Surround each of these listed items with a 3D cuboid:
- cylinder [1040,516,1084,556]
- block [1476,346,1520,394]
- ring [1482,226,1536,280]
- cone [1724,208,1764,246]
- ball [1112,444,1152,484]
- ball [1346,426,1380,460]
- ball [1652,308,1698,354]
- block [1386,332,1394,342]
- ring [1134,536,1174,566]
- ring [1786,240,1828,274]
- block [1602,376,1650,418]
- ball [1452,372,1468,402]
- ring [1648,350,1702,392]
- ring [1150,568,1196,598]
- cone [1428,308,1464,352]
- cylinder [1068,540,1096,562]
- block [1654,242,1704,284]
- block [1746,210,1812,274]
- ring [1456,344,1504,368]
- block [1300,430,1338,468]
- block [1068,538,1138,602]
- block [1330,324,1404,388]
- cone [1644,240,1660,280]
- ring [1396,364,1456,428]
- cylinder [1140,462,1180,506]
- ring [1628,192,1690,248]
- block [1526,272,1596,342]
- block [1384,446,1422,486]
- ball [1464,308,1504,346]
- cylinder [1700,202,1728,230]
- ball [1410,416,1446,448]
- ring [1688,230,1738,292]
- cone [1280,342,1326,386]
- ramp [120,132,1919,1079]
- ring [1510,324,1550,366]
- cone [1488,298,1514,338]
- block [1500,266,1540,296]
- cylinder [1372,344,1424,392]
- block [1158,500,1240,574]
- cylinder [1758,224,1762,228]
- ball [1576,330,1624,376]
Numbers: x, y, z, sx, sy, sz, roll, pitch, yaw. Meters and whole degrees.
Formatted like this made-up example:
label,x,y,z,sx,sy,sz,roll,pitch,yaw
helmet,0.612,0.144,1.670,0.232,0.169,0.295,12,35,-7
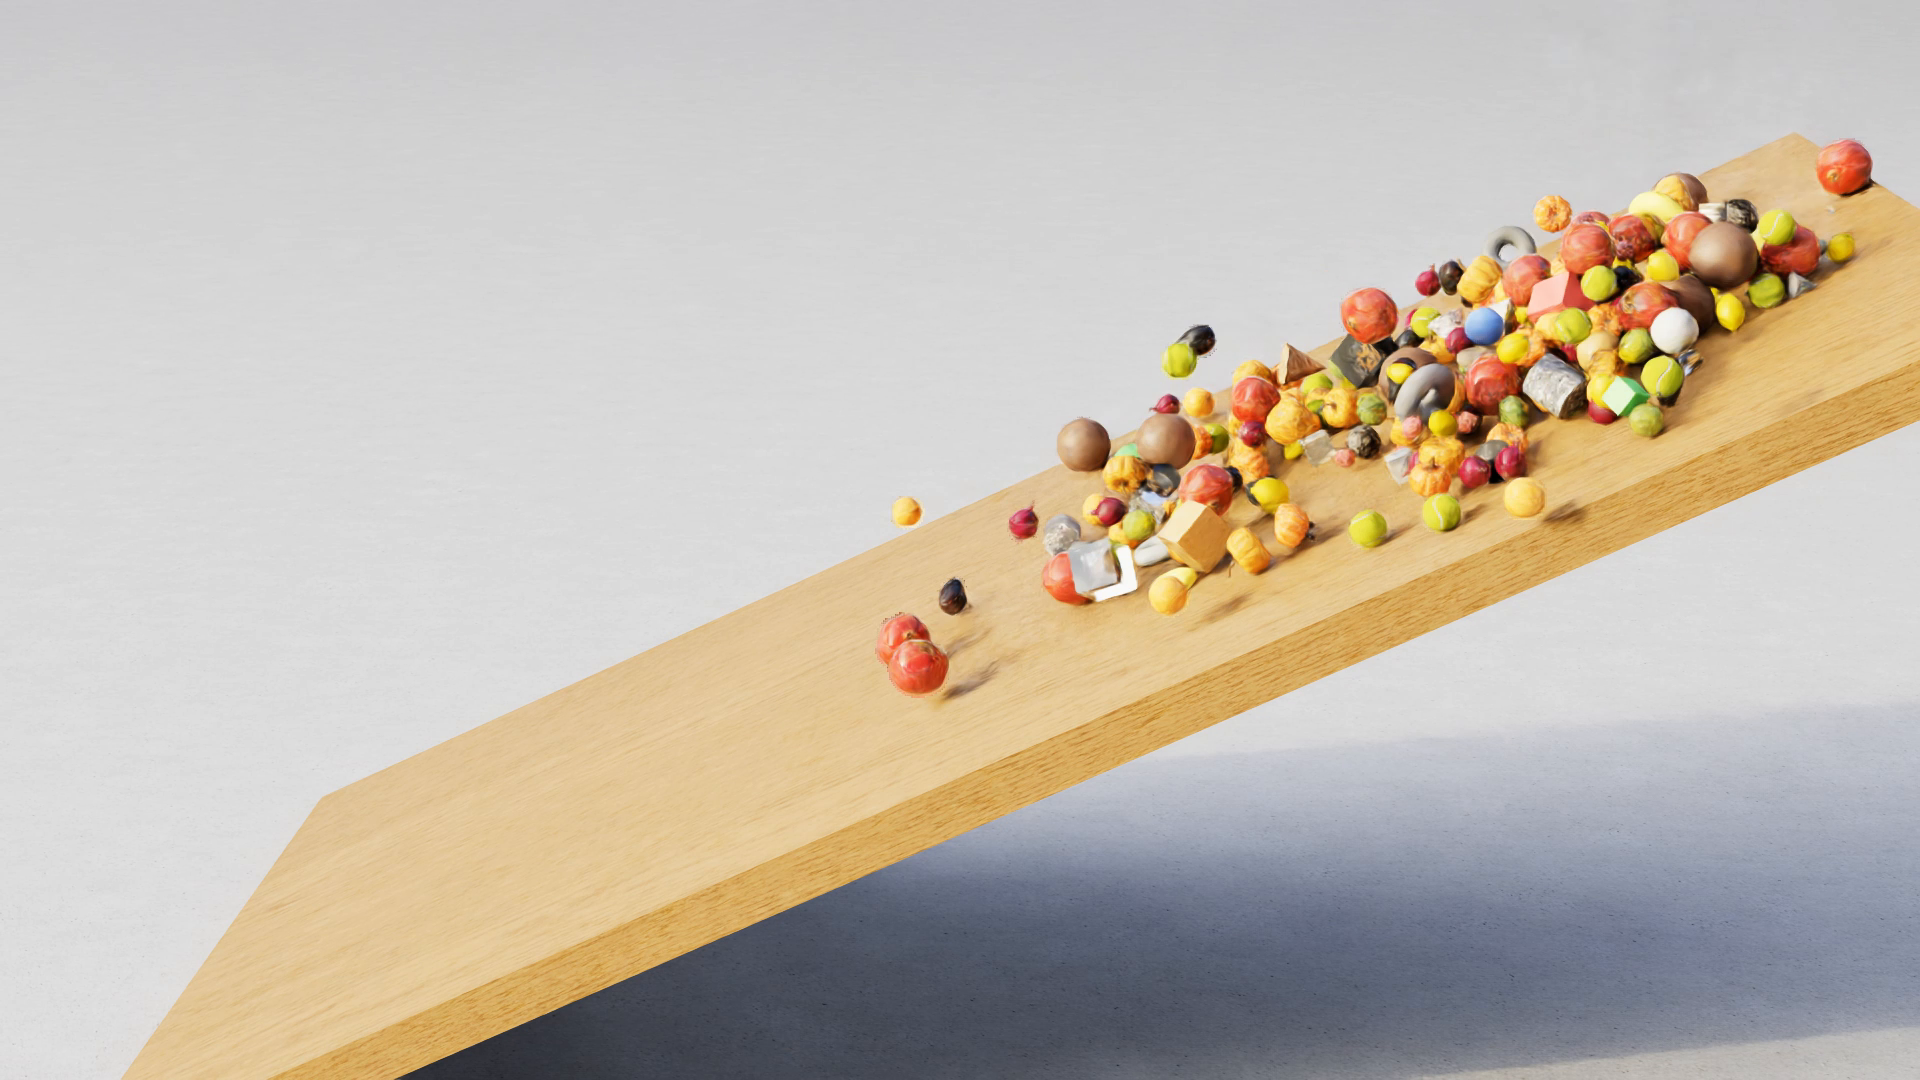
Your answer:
label,x,y,z,sx,sy,sz,roll,pitch,yaw
cylinder,0.223,-0.008,6.400,0.078,0.078,0.078,6,-9,20
block,1.104,-0.350,6.064,0.067,0.067,0.067,-25,13,8
ring,1.194,-0.624,6.396,0.120,0.120,0.040,3,-7,11
cone,1.619,-0.663,6.098,0.084,0.084,0.084,6,-10,21
ball,0.393,-0.173,6.684,0.091,0.091,0.091,0,16,0
ball,0.824,-0.200,6.013,0.070,0.070,0.070,0,16,0
ball,1.347,-0.394,5.542,0.087,0.087,0.087,0,16,0
block,0.936,-0.421,6.637,0.073,0.073,0.073,-31,14,-18
ring,0.410,0.017,6.041,0.113,0.038,0.113,-25,12,6
ring,1.679,-0.562,5.833,0.092,0.031,0.092,-36,-2,-2
block,1.207,-0.259,5.331,0.051,0.051,0.051,6,36,-44
ball,1.023,-0.318,6.091,0.061,0.061,0.061,0,16,0
ring,1.339,-0.317,5.510,0.113,0.038,0.113,-33,-5,-3
ring,0.419,0.084,5.778,0.098,0.033,0.098,-25,12,6
cone,1.071,-0.443,6.376,0.087,0.087,0.087,-22,-14,-6
cylinder,0.267,0.032,6.208,0.059,0.059,0.059,-9,4,-29
block,1.456,-0.560,5.951,0.064,0.064,0.064,-22,19,-21
block,1.627,-0.592,5.845,0.087,0.087,0.087,-42,-1,17
ring,1.062,-0.375,6.002,0.098,0.033,0.098,-11,11,2
block,0.750,-0.192,6.156,0.054,0.054,0.054,-26,13,1
block,0.285,0.060,5.879,0.092,0.092,0.092,-18,-19,25
block,0.843,-0.380,6.090,0.091,0.091,0.091,-10,54,-50
cone,1.460,-0.607,6.174,0.086,0.086,0.086,-12,57,-35
ring,0.898,-0.278,5.673,0.139,0.139,0.046,-12,42,-36
cylinder,0.421,-0.118,6.185,0.066,0.066,0.066,-9,-25,-28
ring,1.453,-0.665,6.117,0.137,0.137,0.046,16,55,44
block,1.197,-0.464,5.858,0.088,0.088,0.088,-20,39,45
block,0.868,-0.146,5.763,0.051,0.051,0.051,-26,13,3
ball,1.071,-0.435,6.006,0.079,0.079,0.079,0,16,0
cylinder,1.534,-0.659,5.986,0.053,0.053,0.053,-4,6,0
ball,0.920,-0.217,5.779,0.072,0.072,0.072,0,16,0
ring,1.529,-0.569,5.992,0.044,0.132,0.132,5,10,-36
cone,0.750,-0.378,6.389,0.095,0.095,0.095,5,16,-4
ramp,0.136,0.168,6.282,4.000,0.100,2.000,-24,13,9
ring,1.181,-0.404,6.101,0.089,0.089,0.030,15,-5,42
cone,1.099,-0.465,6.110,0.085,0.085,0.085,7,17,22
block,1.231,-0.575,6.461,0.052,0.052,0.052,32,-23,-21
cylinder,0.938,-0.371,6.368,0.100,0.100,0.100,-5,3,-17
block,0.467,-0.007,5.780,0.095,0.095,0.095,-50,21,-7
cylinder,1.644,-0.609,5.936,0.057,0.057,0.057,6,16,36
ball,1.245,-0.363,5.716,0.091,0.091,0.091,0,16,0
